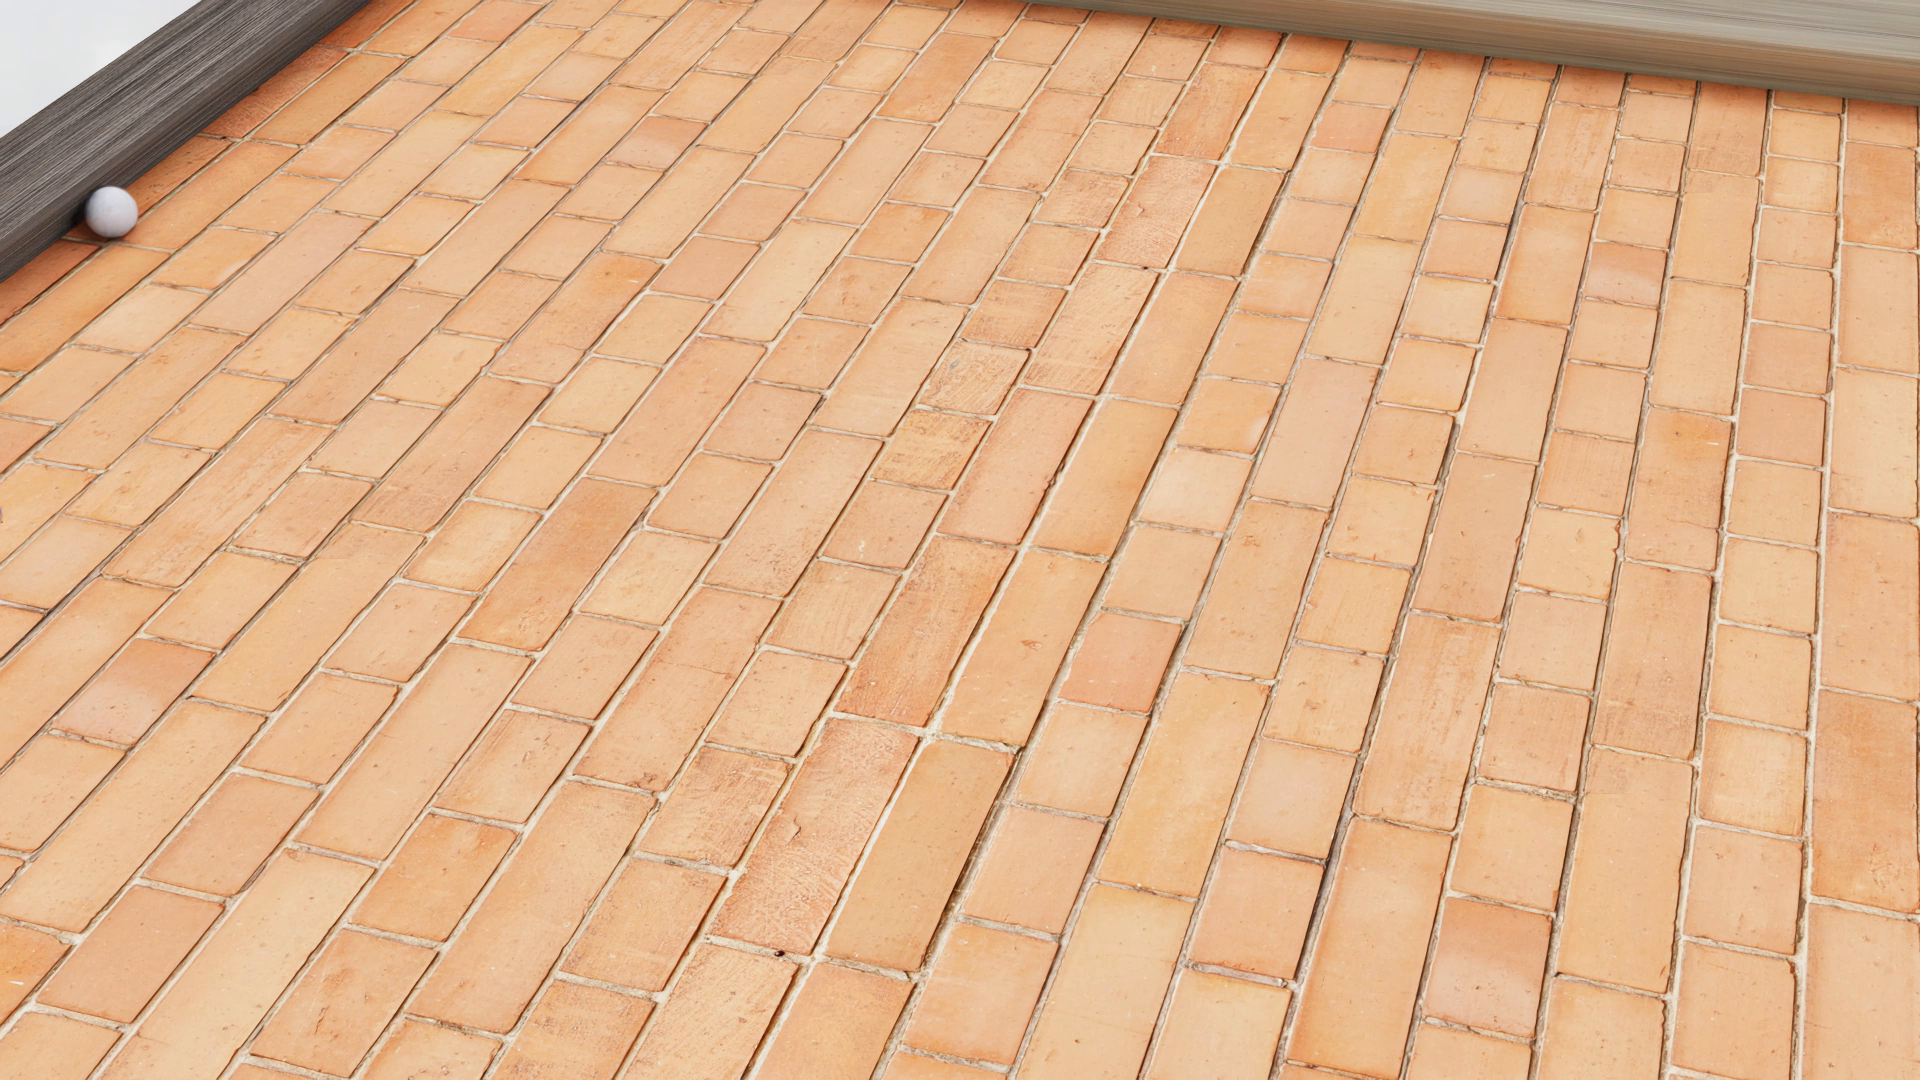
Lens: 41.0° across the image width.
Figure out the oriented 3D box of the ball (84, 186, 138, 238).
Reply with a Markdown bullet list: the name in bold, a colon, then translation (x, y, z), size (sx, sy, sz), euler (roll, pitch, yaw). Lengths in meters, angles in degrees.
- **ball**: translation (-0.830, -0.320, 2.508), size (0.050, 0.050, 0.050), euler (0, 34, 0)

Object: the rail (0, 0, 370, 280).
- **rail**: translation (-0.946, -0.197, 2.250), size (0.045, 0.129, 2.299), euler (10, 35, 14)

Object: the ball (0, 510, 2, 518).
- **ball**: translation (-0.806, -0.021, 2.015), size (0.099, 0.099, 0.099), euler (0, 34, 0)

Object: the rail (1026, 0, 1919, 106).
- **rail**: translation (1.300, -0.466, 2.654), size (4.055, 0.129, 0.045), euler (10, 35, 14)
